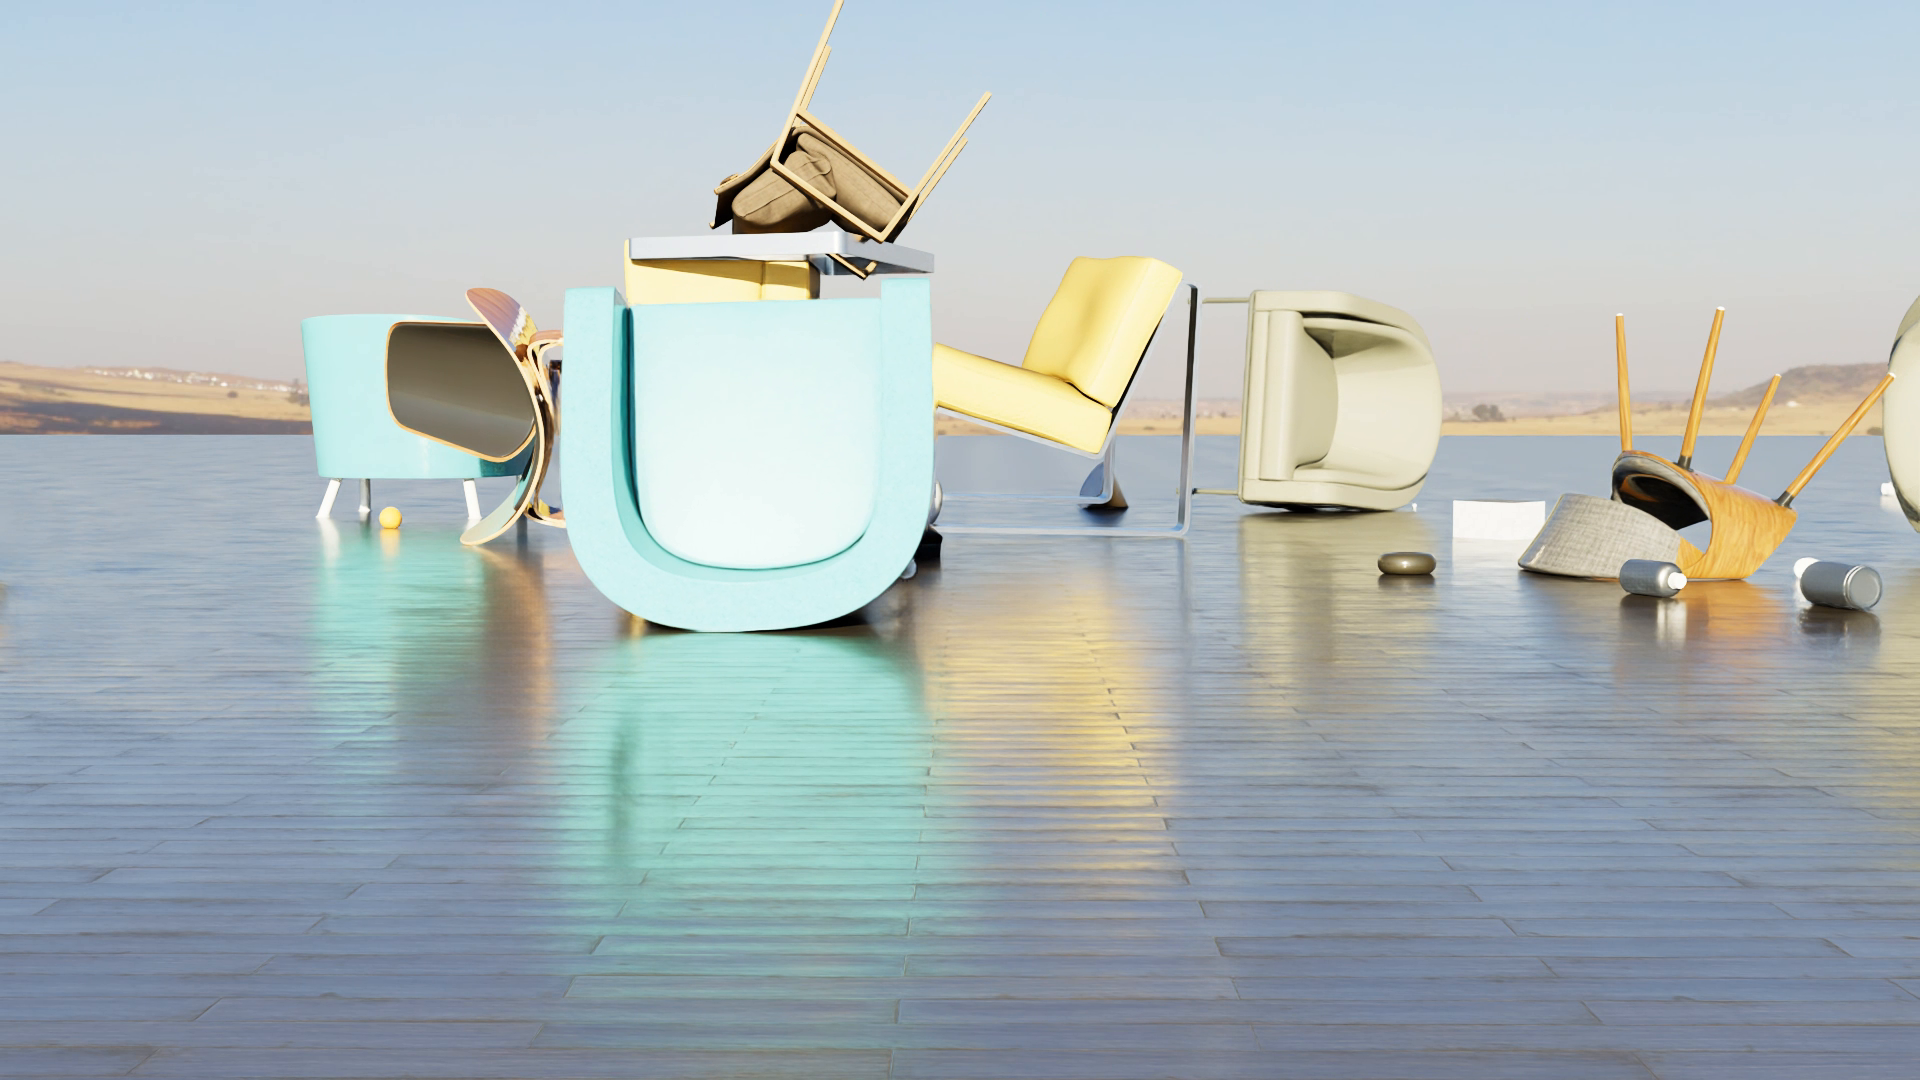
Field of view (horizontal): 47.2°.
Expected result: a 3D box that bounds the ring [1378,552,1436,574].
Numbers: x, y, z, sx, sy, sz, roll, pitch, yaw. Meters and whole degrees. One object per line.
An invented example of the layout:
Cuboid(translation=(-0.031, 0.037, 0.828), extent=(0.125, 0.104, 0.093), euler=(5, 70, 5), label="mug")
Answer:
Cuboid(translation=(1.089, 0.057, 5.356), extent=(0.153, 0.051, 0.133), euler=(-2, 3, -37), label="ring")

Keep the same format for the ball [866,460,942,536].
Cuboid(translation=(-0.170, -0.128, 6.682), extent=(0.236, 0.236, 0.236), euler=(0, 4, 0), label="ball")

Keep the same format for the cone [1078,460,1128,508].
Cuboid(translation=(0.575, -0.167, 8.323), extent=(0.162, 0.206, 0.285), euler=(34, 15, -14), label="cone")

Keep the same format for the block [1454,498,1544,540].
Cuboid(translation=(1.634, -0.063, 6.668), extent=(0.177, 0.110, 0.205), euler=(-4, 5, -42), label="block")

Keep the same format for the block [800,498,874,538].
Cuboid(translation=(-0.375, -0.067, 6.716), extent=(0.163, 0.110, 0.174), euler=(2, 4, 24), label="block")
